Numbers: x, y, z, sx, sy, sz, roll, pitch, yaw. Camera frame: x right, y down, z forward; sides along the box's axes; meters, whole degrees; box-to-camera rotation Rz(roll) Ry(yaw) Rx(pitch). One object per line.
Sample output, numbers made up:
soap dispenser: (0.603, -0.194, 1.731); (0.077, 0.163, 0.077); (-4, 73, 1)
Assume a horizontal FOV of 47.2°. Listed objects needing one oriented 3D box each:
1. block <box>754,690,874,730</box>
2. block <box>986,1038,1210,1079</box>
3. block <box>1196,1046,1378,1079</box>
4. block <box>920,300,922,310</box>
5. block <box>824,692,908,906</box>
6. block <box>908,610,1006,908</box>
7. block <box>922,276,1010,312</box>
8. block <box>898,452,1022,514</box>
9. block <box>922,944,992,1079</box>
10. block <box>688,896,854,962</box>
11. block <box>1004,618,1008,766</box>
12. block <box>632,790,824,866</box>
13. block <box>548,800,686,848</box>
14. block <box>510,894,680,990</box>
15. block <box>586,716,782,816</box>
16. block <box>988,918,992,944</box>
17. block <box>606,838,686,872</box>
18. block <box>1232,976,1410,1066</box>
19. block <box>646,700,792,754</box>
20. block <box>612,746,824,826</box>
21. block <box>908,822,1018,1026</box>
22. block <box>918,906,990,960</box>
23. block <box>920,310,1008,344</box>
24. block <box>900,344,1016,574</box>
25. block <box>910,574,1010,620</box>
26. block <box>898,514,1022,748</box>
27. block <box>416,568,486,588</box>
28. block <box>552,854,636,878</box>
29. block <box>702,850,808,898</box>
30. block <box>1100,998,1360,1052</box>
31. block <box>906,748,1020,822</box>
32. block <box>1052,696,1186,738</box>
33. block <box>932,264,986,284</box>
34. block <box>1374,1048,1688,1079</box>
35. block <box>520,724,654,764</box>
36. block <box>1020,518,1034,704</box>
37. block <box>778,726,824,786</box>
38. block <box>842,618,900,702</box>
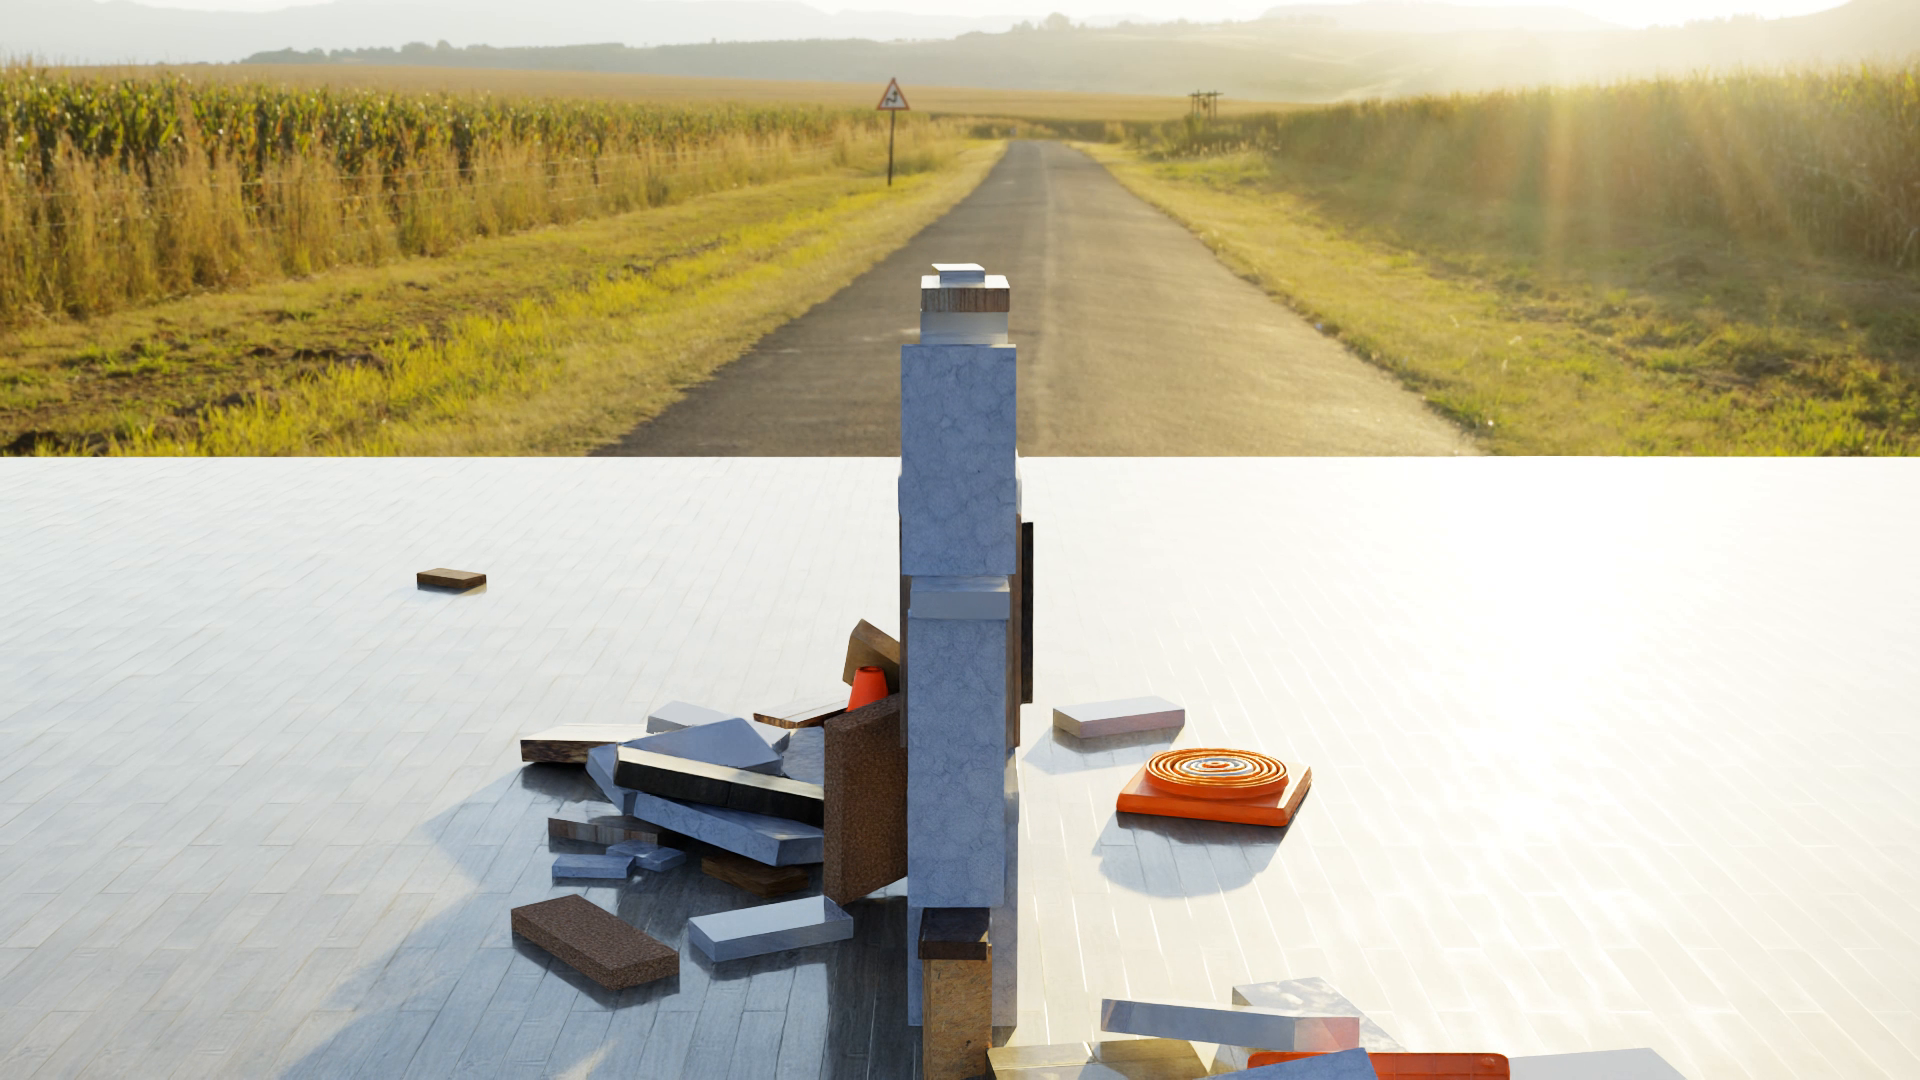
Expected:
block: (-0.311, 0.373, 4.737); (0.127, 0.036, 0.254); (8, 13, 38)
block: (0.181, 0.711, 2.910); (0.277, 0.039, 0.139); (-1, 11, -8)
block: (0.287, 0.708, 2.629); (0.441, 0.044, 0.156); (-11, 19, 1)
block: (0.004, -0.231, 3.250); (0.121, 0.243, 0.034); (0, 10, -3)
block: (-0.144, 0.424, 3.607); (0.164, 0.328, 0.046); (-19, 31, -38)
block: (-0.005, 0.298, 2.990); (0.130, 0.409, 0.037); (0, 10, -1)
block: (0.006, -0.353, 3.150); (0.121, 0.034, 0.243); (0, 11, -1)
block: (0.000, -0.095, 3.326); (0.178, 0.050, 0.356); (0, 11, 0)
block: (-0.004, 0.632, 2.945); (0.090, 0.181, 0.026); (-5, 12, -26)
block: (-0.298, 0.611, 3.465); (0.232, 0.033, 0.116); (-5, 12, -26)
block: (0.003, 0.193, 3.148); (0.131, 0.261, 0.037); (0, 11, 1)
block: (-0.395, 0.500, 3.855); (0.328, 0.046, 0.164); (13, 4, 34)
block: (-0.614, 0.516, 3.975); (0.232, 0.033, 0.116); (5, 12, 25)
block: (-0.569, 0.621, 3.412); (0.116, 0.033, 0.329); (-8, 13, -37)
block: (-0.515, 0.420, 4.114); (0.323, 0.046, 0.162); (-10, 31, -32)
block: (-0.001, 0.613, 3.048); (0.090, 0.181, 0.026); (0, 10, 2)
block: (-0.548, 0.550, 3.836); (0.130, 0.018, 0.065); (7, 13, 35)
block: (0.497, 0.683, 3.061); (0.139, 0.039, 0.277); (-3, 11, -16)
block: (-0.476, 0.378, 4.338); (0.254, 0.036, 0.127); (13, 14, 14)
block: (-0.411, 0.444, 3.943); (0.417, 0.046, 0.164); (12, 1, -10)
block: (0.004, 0.534, 3.119); (0.155, 0.310, 0.044); (0, 11, 0)
block: (-0.006, 0.522, 2.973); (0.090, 0.026, 0.181); (0, 10, 2)
block: (0.006, -0.148, 3.103); (0.121, 0.352, 0.034); (0, 10, 0)
block: (-0.002, -0.110, 3.008); (0.156, 0.311, 0.044); (0, 9, -1)
block: (-0.001, 0.063, 3.036); (0.130, 0.037, 0.261); (0, 11, 0)
block: (0.000, 0.127, 3.246); (0.178, 0.356, 0.050); (0, 11, 0)
block: (-1.433, 0.107, 6.199); (0.181, 0.026, 0.090); (6, 12, 31)
block: (-0.629, 0.560, 3.779); (0.130, 0.018, 0.065); (1, 11, 4)
block: (-0.349, 0.564, 3.737); (0.090, 0.026, 0.181); (-9, 14, -41)
block: (0.360, 0.649, 2.951); (0.311, 0.044, 0.156); (-5, -12, 42)
block: (0.004, 0.341, 3.189); (0.155, 0.044, 0.310); (0, 11, 0)
block: (0.341, 0.378, 4.714); (0.254, 0.036, 0.127); (-5, 12, -24)
block: (-0.003, -0.386, 3.180); (0.066, 0.019, 0.131); (-1, 11, -5)
block: (0.701, 0.721, 2.855); (0.484, 0.039, 0.139); (-2, 11, -9)
block: (-0.701, 0.408, 4.413); (0.323, 0.046, 0.162); (-1, 6, 26)
block: (0.041, 0.120, 3.587); (0.152, 0.304, 0.043); (-3, 11, -18)
block: (-0.282, 0.451, 4.295); (0.162, 0.046, 0.460); (-4, 11, -20)
block: (-0.167, 0.273, 4.650); (0.150, 0.042, 0.300); (32, -22, 7)
